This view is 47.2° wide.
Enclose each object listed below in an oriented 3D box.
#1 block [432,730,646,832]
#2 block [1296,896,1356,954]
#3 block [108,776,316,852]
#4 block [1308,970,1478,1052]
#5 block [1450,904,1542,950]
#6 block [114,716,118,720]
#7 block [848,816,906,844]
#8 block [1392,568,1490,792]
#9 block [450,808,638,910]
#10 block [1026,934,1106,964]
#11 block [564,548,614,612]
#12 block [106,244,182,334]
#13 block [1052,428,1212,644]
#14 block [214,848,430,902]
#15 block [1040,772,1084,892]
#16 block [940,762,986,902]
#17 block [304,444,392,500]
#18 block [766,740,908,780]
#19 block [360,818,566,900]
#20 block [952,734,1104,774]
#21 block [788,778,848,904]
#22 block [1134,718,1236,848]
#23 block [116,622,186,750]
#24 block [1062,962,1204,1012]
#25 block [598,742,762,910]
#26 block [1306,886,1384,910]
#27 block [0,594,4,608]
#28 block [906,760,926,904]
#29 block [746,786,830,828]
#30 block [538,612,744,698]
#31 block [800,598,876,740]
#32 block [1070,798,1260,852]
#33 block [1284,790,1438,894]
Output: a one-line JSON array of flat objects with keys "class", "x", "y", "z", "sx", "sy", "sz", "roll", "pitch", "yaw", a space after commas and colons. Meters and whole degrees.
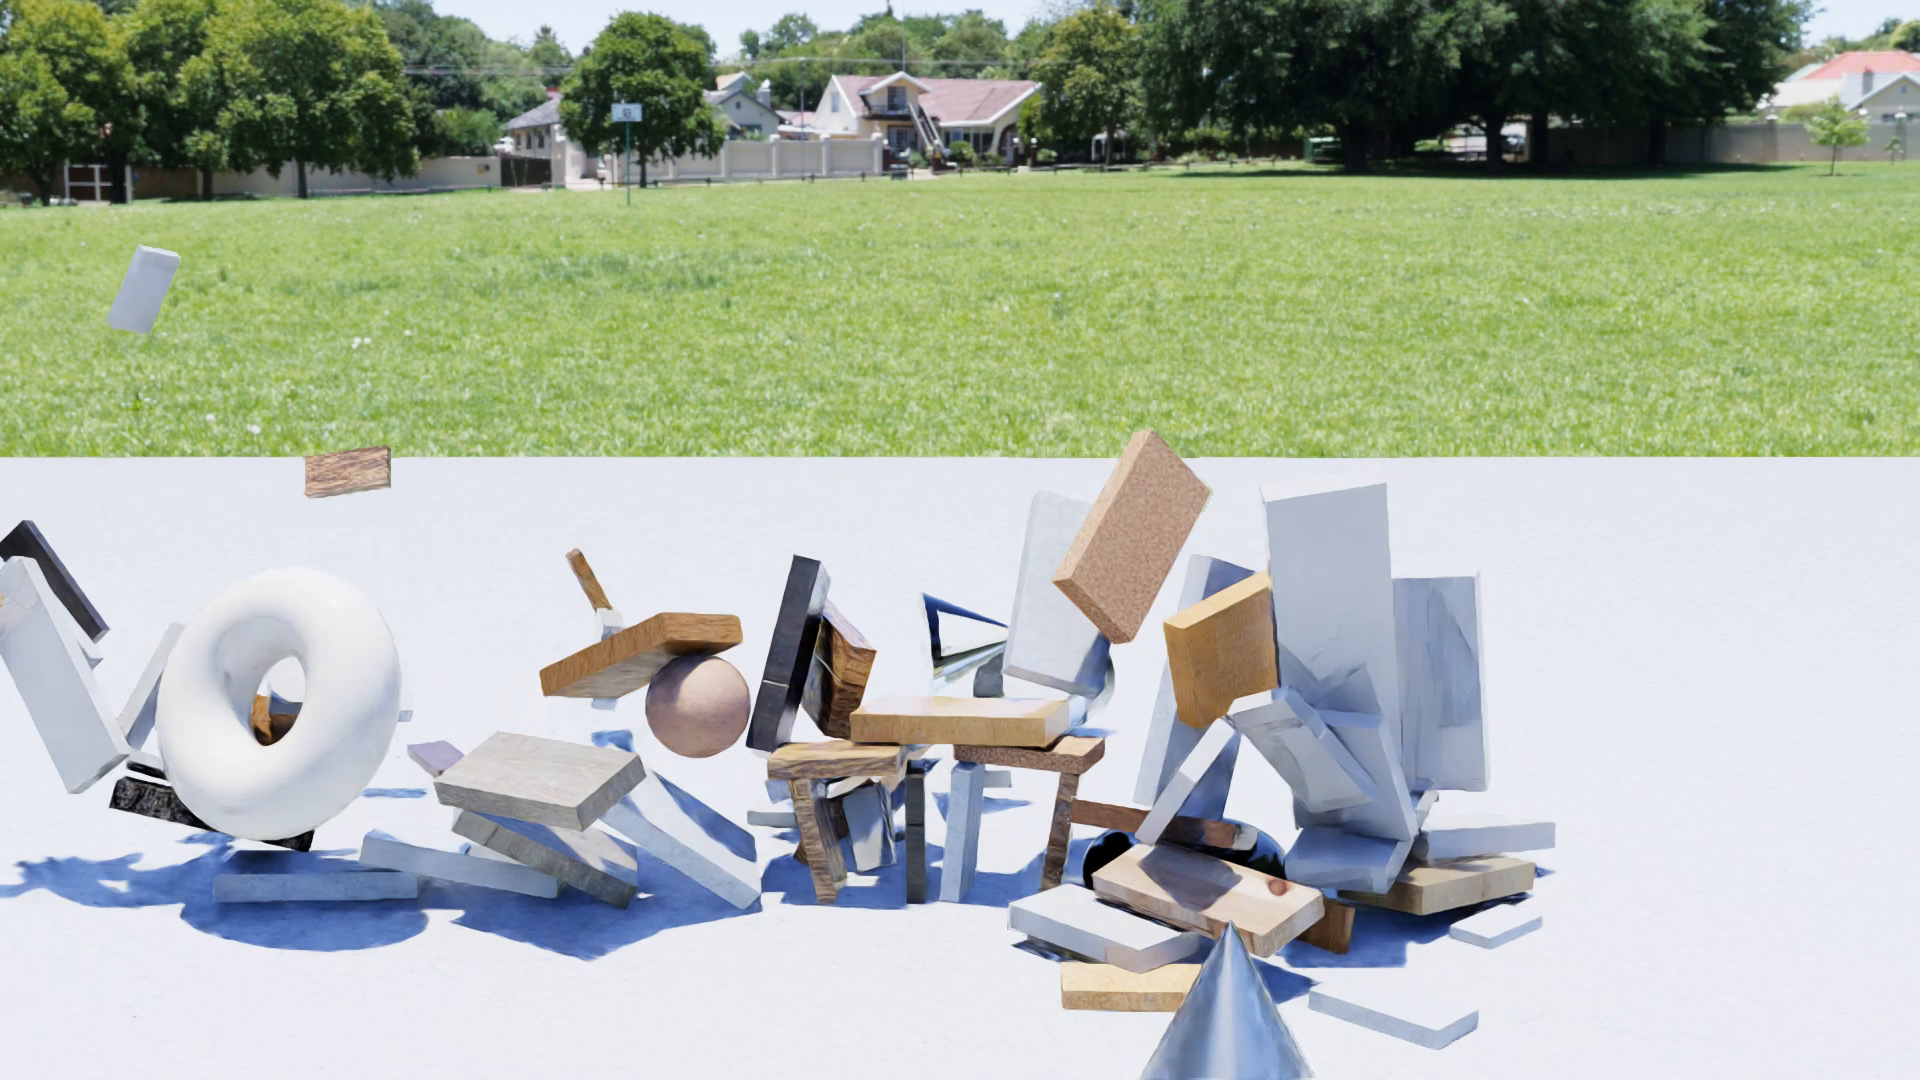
[{"class": "block", "x": -0.666, "y": 0.379, "z": 3.479, "sx": 0.311, "sy": 0.044, "sz": 0.156, "roll": 5, "pitch": 30, "yaw": 34}, {"class": "block", "x": 0.550, "y": 0.592, "z": 3.447, "sx": 0.021, "sy": 0.074, "sz": 0.148, "roll": 6, "pitch": 4, "yaw": -41}, {"class": "block", "x": -1.250, "y": 0.461, "z": 3.695, "sx": 0.324, "sy": 0.046, "sz": 0.162, "roll": 16, "pitch": -8, "yaw": -15}, {"class": "block", "x": 0.619, "y": 0.671, "z": 3.148, "sx": 0.215, "sy": 0.030, "sz": 0.108, "roll": 10, "pitch": 14, "yaw": 43}, {"class": "block", "x": 0.851, "y": 0.613, "z": 3.487, "sx": 0.148, "sy": 0.021, "sz": 0.074, "roll": -10, "pitch": 14, "yaw": -42}, {"class": "block", "x": -1.481, "y": 0.314, "z": 3.782, "sx": 0.020, "sy": 0.140, "sz": 0.070, "roll": -25, "pitch": 36, "yaw": 6}, {"class": "block", "x": -0.133, "y": 0.527, "z": 3.956, "sx": 0.065, "sy": 0.018, "sz": 0.130, "roll": 10, "pitch": 14, "yaw": 42}, {"class": "block", "x": 0.755, "y": 0.227, "z": 3.561, "sx": 0.179, "sy": 0.358, "sz": 0.051, "roll": -1, "pitch": 13, "yaw": 22}, {"class": "block", "x": -0.680, "y": 0.492, "z": 3.614, "sx": 0.311, "sy": 0.044, "sz": 0.156, "roll": 28, "pitch": 11, "yaw": -17}, {"class": "block", "x": 0.217, "y": 0.622, "z": 3.410, "sx": 0.108, "sy": 0.030, "sz": 0.215, "roll": -10, "pitch": 14, "yaw": -42}, {"class": "block", "x": -0.860, "y": 0.135, "z": 5.208, "sx": 0.034, "sy": 0.239, "sz": 0.119, "roll": -29, "pitch": 11, "yaw": -12}, {"class": "block", "x": -1.415, "y": -0.434, "z": 3.811, "sx": 0.021, "sy": 0.151, "sz": 0.076, "roll": 37, "pitch": 16, "yaw": 28}, {"class": "block", "x": 0.295, "y": -0.008, "z": 3.736, "sx": 0.048, "sy": 0.168, "sz": 0.336, "roll": -12, "pitch": 40, "yaw": 51}, {"class": "block", "x": -1.060, "y": 0.558, "z": 3.671, "sx": 0.324, "sy": 0.046, "sz": 0.162, "roll": 0, "pitch": 6, "yaw": -5}, {"class": "block", "x": 0.169, "y": 0.479, "z": 3.643, "sx": 0.032, "sy": 0.226, "sz": 0.113, "roll": 11, "pitch": 12, "yaw": 7}, {"class": "block", "x": 0.006, "y": 0.476, "z": 3.658, "sx": 0.032, "sy": 0.226, "sz": 0.113, "roll": 8, "pitch": 12, "yaw": 13}, {"class": "block", "x": -1.152, "y": -0.128, "z": 4.138, "sx": 0.160, "sy": 0.080, "sz": 0.023, "roll": -8, "pitch": -25, "yaw": 5}, {"class": "block", "x": -0.201, "y": 0.360, "z": 3.620, "sx": 0.214, "sy": 0.030, "sz": 0.107, "roll": -3, "pitch": 11, "yaw": 9}, {"class": "block", "x": -0.816, "y": 0.529, "z": 3.664, "sx": 0.324, "sy": 0.046, "sz": 0.162, "roll": 11, "pitch": 4, "yaw": -1}, {"class": "block", "x": 0.114, "y": 0.347, "z": 3.643, "sx": 0.226, "sy": 0.032, "sz": 0.113, "roll": 4, "pitch": 11, "yaw": 21}, {"class": "block", "x": -0.235, "y": 0.483, "z": 3.652, "sx": 0.030, "sy": 0.214, "sz": 0.107, "roll": -12, "pitch": 9, "yaw": 10}, {"class": "block", "x": 0.342, "y": 0.373, "z": 3.358, "sx": 0.033, "sy": 0.232, "sz": 0.116, "roll": 36, "pitch": 56, "yaw": 9}, {"class": "block", "x": -1.360, "y": 0.247, "z": 3.718, "sx": 0.031, "sy": 0.222, "sz": 0.111, "roll": 32, "pitch": -15, "yaw": -29}, {"class": "block", "x": 0.257, "y": 0.656, "z": 3.227, "sx": 0.215, "sy": 0.030, "sz": 0.108, "roll": 0, "pitch": 11, "yaw": 2}, {"class": "block", "x": -0.461, "y": 0.467, "z": 3.580, "sx": 0.311, "sy": 0.044, "sz": 0.156, "roll": 38, "pitch": 17, "yaw": -26}, {"class": "block", "x": 0.618, "y": 0.588, "z": 3.624, "sx": 0.148, "sy": 0.021, "sz": 0.074, "roll": 0, "pitch": 11, "yaw": 0}, {"class": "block", "x": -1.707, "y": 0.102, "z": 3.596, "sx": 0.233, "sy": 0.117, "sz": 0.033, "roll": -23, "pitch": 34, "yaw": -6}, {"class": "block", "x": -0.073, "y": 0.484, "z": 3.655, "sx": 0.030, "sy": 0.214, "sz": 0.107, "roll": 0, "pitch": 11, "yaw": 0}, {"class": "block", "x": -0.320, "y": 0.493, "z": 4.108, "sx": 0.095, "sy": 0.027, "sz": 0.191, "roll": 1, "pitch": 10, "yaw": 16}, {"class": "block", "x": -0.539, "y": 0.197, "z": 3.708, "sx": 0.333, "sy": 0.047, "sz": 0.167, "roll": -24, "pitch": -19, "yaw": 38}, {"class": "block", "x": -0.242, "y": 0.214, "z": 3.884, "sx": 0.047, "sy": 0.165, "sz": 0.330, "roll": 12, "pitch": 12, "yaw": -24}, {"class": "block", "x": 0.330, "y": 0.459, "z": 3.539, "sx": 0.273, "sy": 0.039, "sz": 0.136, "roll": 6, "pitch": -7, "yaw": 25}, {"class": "block", "x": 0.657, "y": 0.466, "z": 3.581, "sx": 0.162, "sy": 0.046, "sz": 0.325, "roll": 1, "pitch": 23, "yaw": 27}]
